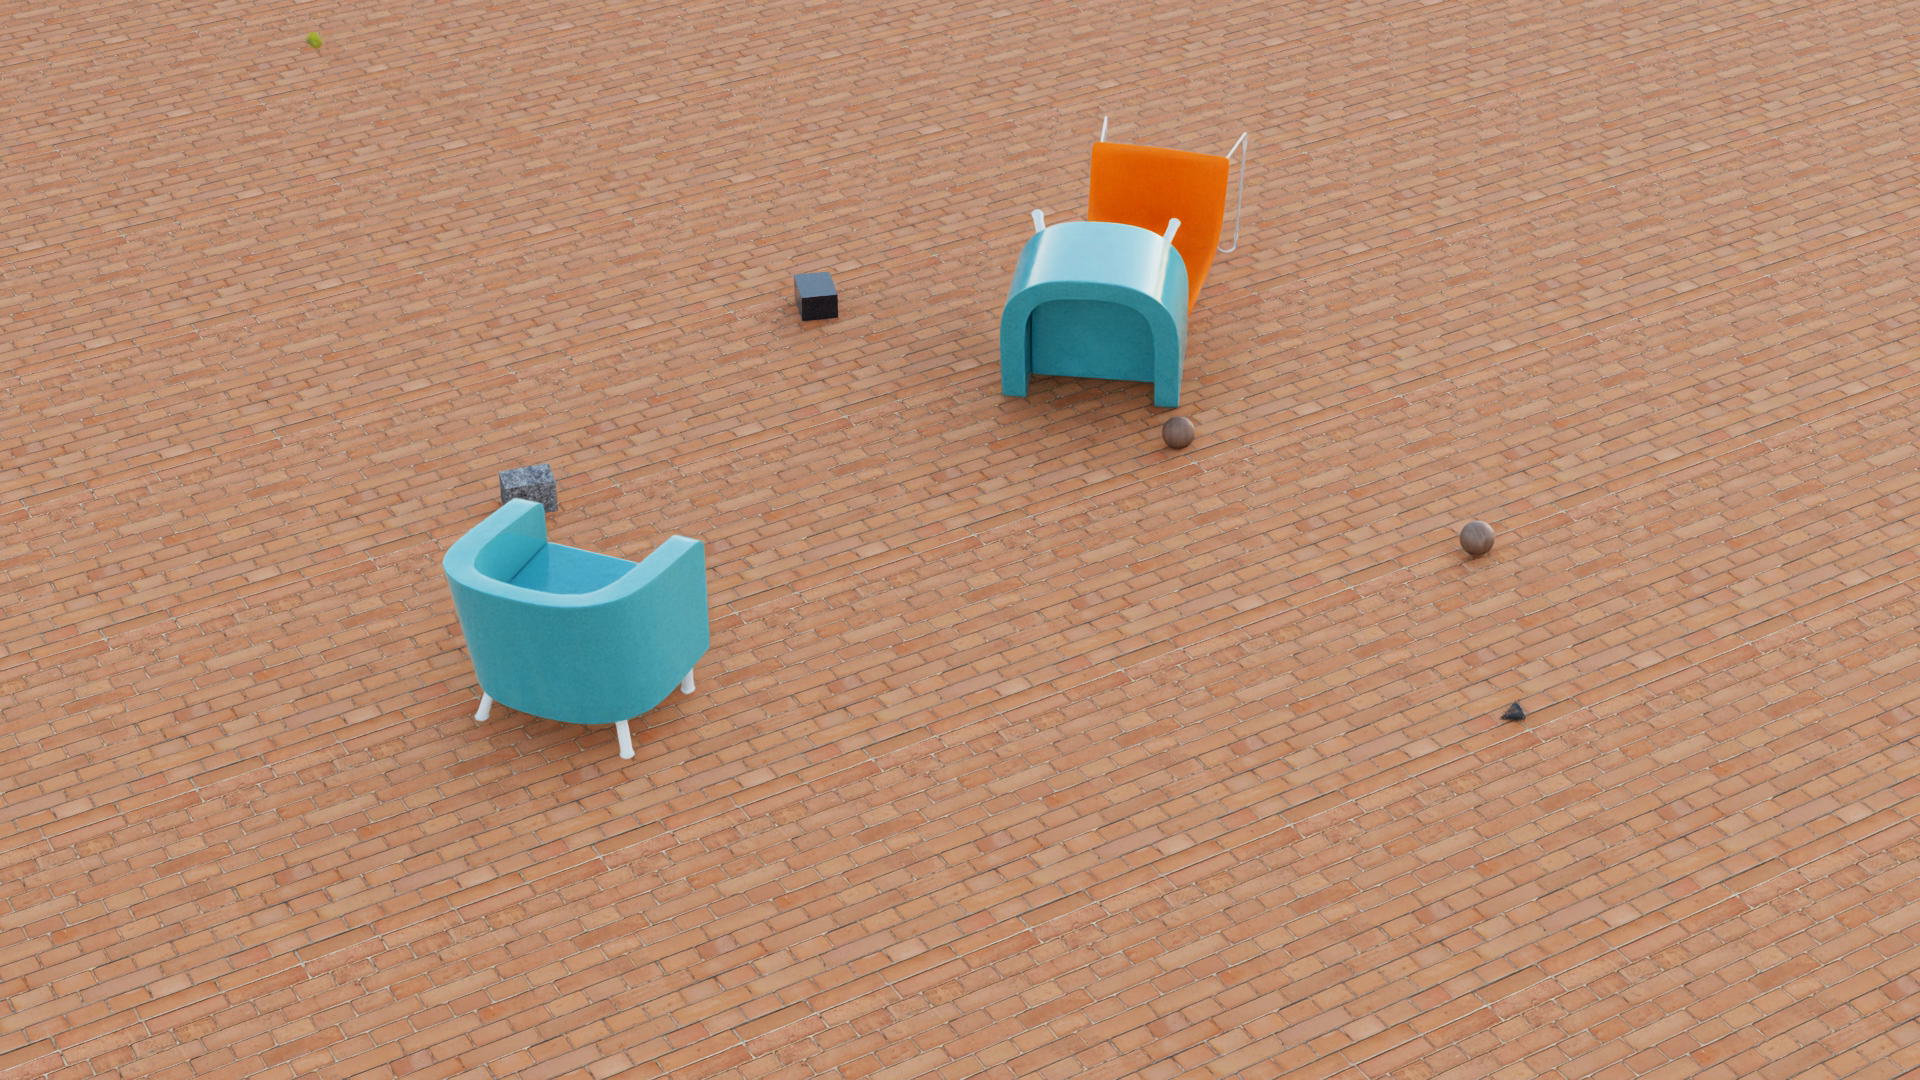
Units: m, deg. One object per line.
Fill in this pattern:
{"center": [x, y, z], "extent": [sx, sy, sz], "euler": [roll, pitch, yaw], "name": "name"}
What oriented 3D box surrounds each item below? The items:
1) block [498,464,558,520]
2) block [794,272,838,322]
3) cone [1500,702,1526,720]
{"center": [-1.634, -0.185, 11.102], "extent": [0.192, 0.135, 0.132], "euler": [-10, 35, -15], "name": "block"}
{"center": [-0.610, -1.032, 12.409], "extent": [0.153, 0.111, 0.209], "euler": [-7, 34, -10], "name": "block"}
{"center": [1.878, 0.596, 10.016], "extent": [0.080, 0.053, 0.079], "euler": [-23, 42, -1], "name": "cone"}
